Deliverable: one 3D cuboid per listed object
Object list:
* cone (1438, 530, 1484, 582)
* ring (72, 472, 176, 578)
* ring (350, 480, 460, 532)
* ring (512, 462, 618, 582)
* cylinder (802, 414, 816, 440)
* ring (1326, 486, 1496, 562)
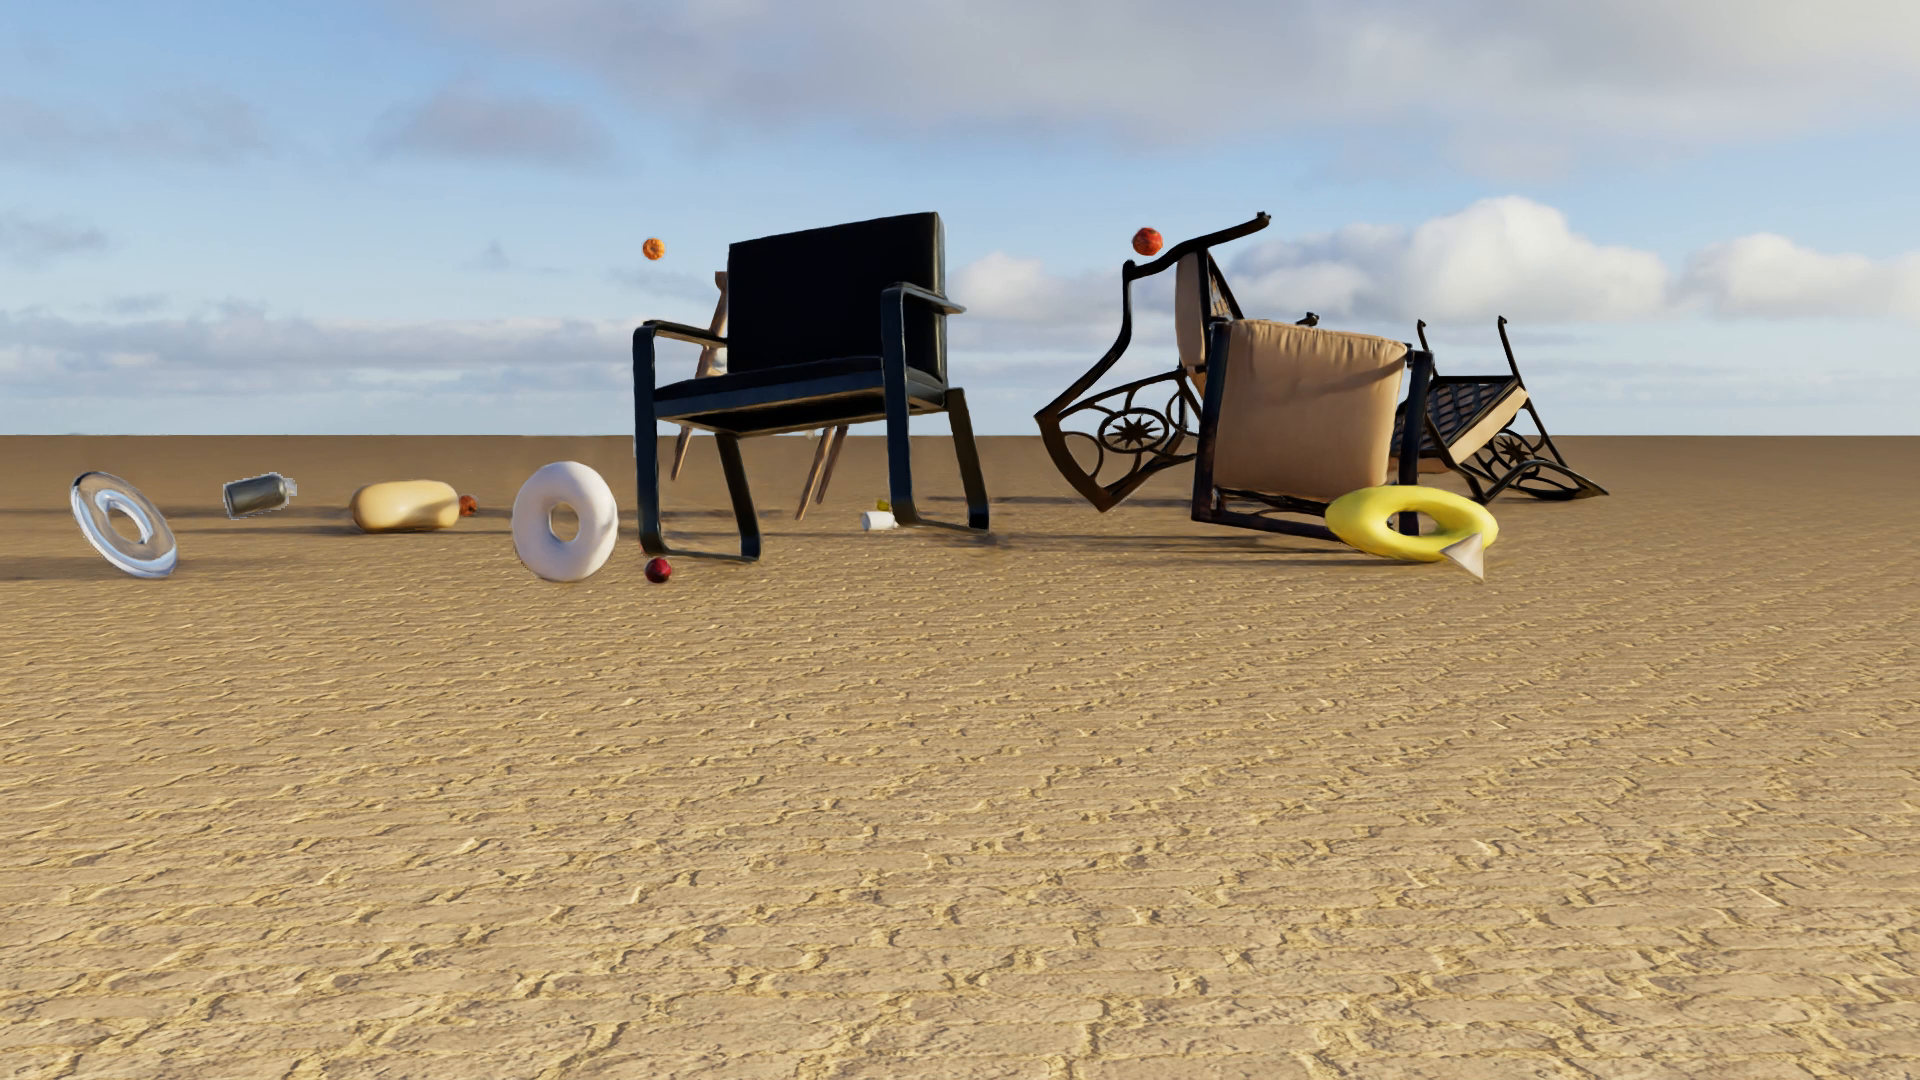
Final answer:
[{"bbox_3d":[1.185,0.019,5.090,0.169,0.098,0.076,30,3,-38],"label":"cone"},{"bbox_3d":[-1.992,-0.035,5.241,0.048,0.308,0.188,-29,15,42],"label":"ring"},{"bbox_3d":[-1.751,-0.105,6.954,0.150,0.147,0.435,-15,-5,33],"label":"ring"},{"bbox_3d":[-0.913,-0.041,5.080,0.257,0.297,0.089,28,21,9],"label":"ring"},{"bbox_3d":[-0.579,-0.432,8.405,0.039,0.076,0.071,-20,38,1],"label":"cylinder"},{"bbox_3d":[1.162,-0.043,5.658,0.465,0.194,0.159,5,2,-12],"label":"ring"}]
